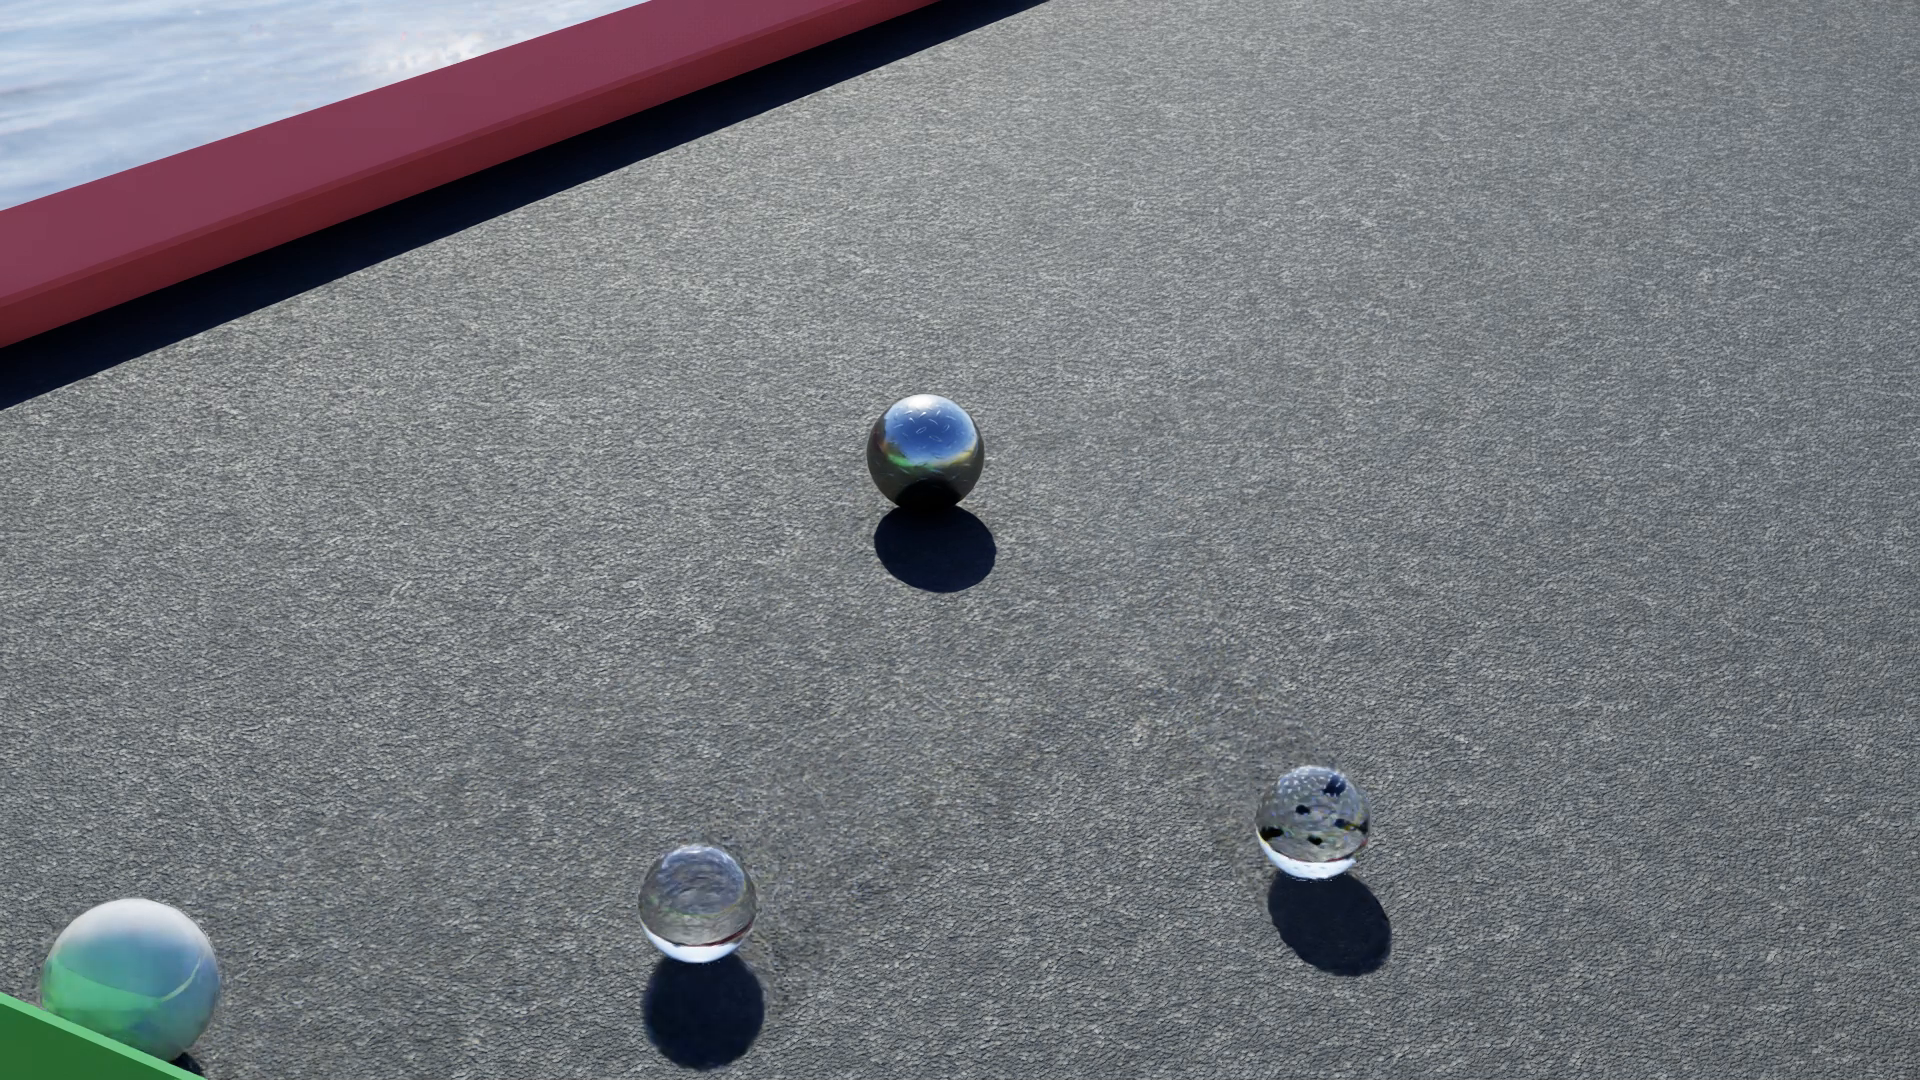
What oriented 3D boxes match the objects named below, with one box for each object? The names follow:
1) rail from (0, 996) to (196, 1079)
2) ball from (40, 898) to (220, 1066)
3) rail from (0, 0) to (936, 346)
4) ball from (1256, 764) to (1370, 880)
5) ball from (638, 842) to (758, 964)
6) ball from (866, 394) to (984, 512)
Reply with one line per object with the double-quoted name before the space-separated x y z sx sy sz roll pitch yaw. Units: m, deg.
"rail" -0.406 0.241 1.323 1.794 0.108 0.045 14 27 29
"ball" -0.399 0.214 1.416 0.083 0.083 0.083 0 24 0
"rail" -0.320 -0.474 2.947 0.045 0.108 3.144 14 27 29
"ball" 0.190 0.152 1.584 0.062 0.062 0.062 0 24 0
"ball" -0.135 0.186 1.507 0.062 0.062 0.062 0 24 0
"ball" -0.024 -0.060 2.041 0.082 0.082 0.082 0 24 0
